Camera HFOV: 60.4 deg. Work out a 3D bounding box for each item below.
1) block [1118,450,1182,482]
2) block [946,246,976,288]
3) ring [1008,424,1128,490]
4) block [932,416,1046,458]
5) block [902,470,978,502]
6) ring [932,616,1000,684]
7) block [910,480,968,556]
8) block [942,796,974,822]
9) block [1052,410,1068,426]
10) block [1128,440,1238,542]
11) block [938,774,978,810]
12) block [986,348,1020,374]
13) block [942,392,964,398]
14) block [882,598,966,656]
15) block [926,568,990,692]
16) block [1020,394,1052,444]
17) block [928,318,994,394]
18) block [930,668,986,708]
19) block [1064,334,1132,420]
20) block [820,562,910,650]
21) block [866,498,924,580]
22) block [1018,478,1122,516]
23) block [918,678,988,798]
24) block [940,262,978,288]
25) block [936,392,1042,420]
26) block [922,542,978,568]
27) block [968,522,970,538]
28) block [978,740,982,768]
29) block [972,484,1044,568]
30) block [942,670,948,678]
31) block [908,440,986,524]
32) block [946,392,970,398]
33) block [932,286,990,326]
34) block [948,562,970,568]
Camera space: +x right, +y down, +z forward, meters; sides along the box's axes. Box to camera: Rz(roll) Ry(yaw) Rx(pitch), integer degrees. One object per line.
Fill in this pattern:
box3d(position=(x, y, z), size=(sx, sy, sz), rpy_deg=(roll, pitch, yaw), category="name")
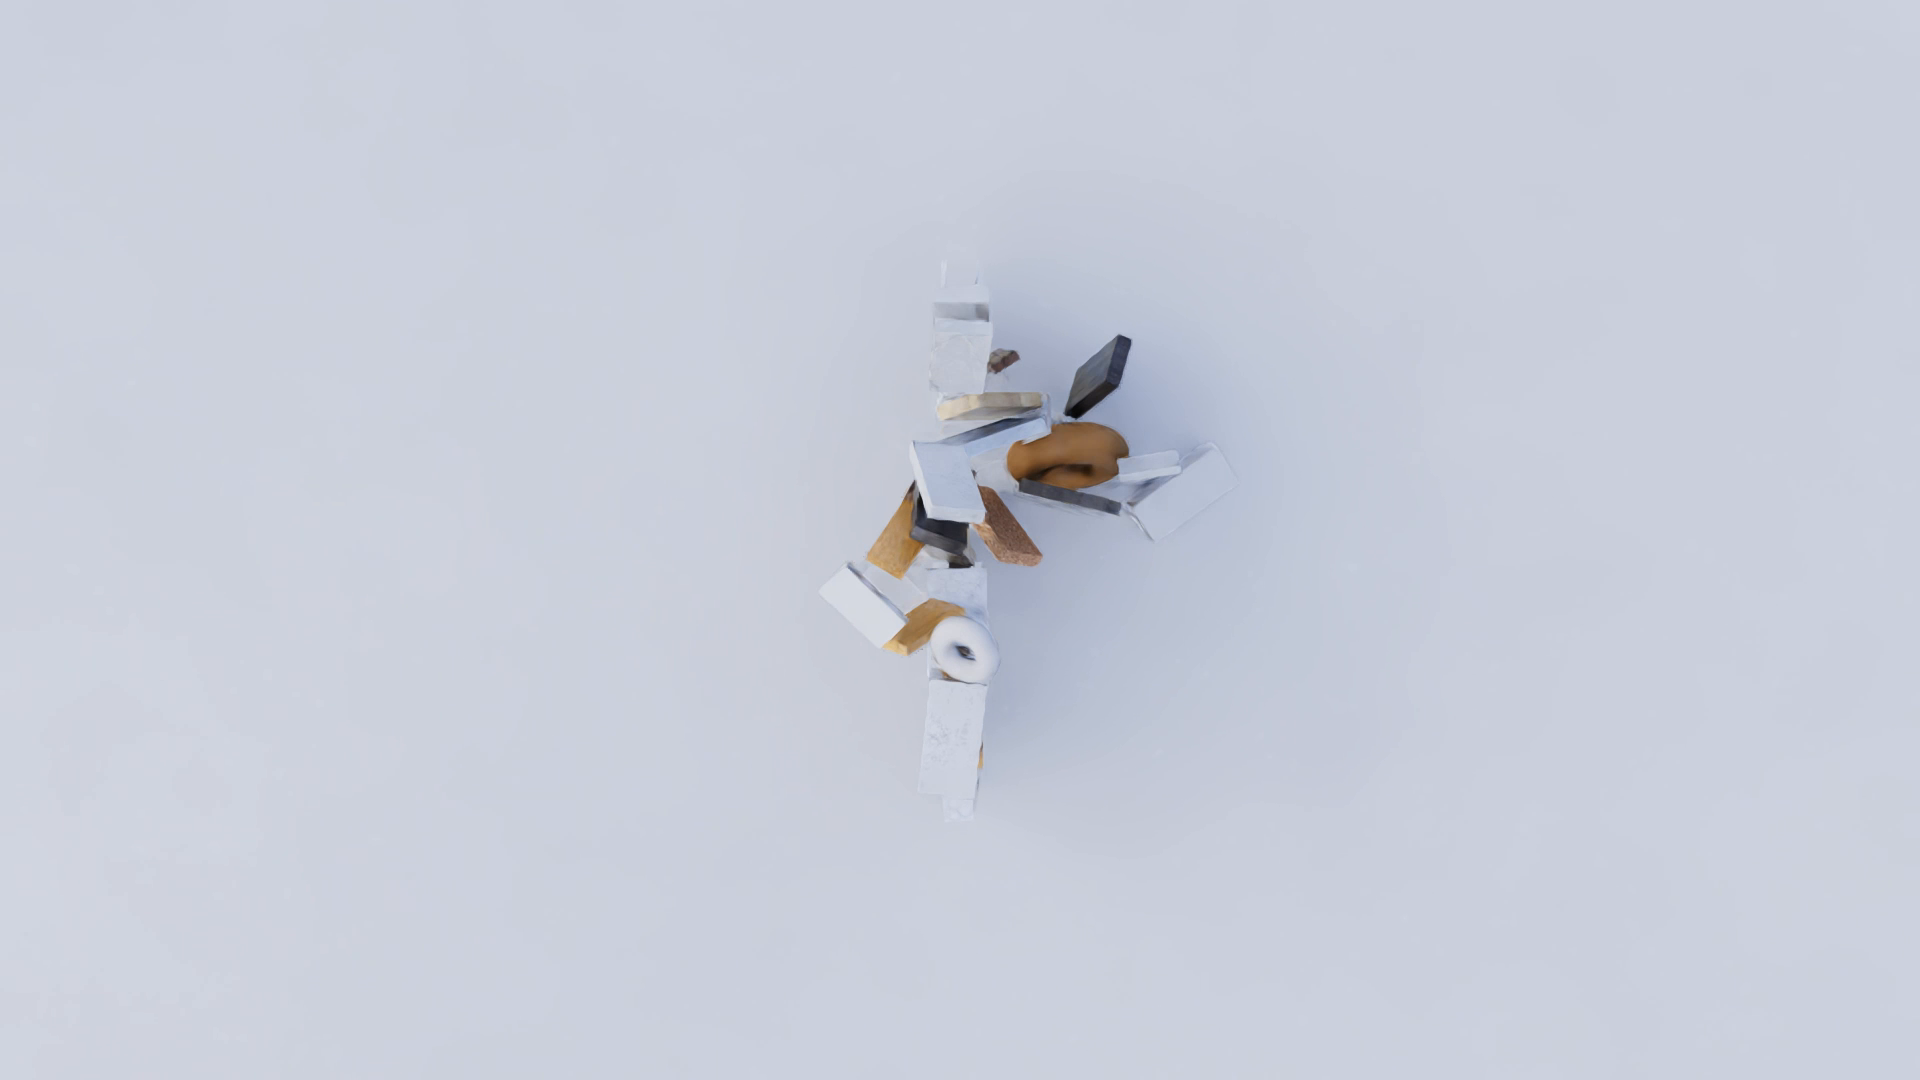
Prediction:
box3d(position=(0.589, -0.230, 5.136), size=(0.190, 0.095, 0.027), rpy_deg=(-9, 124, 6), category="block")
box3d(position=(0.003, -0.764, 4.795), size=(0.087, 0.025, 0.175), rpy_deg=(0, 89, 0), category="block")
box3d(position=(0.347, -0.267, 5.311), size=(0.394, 0.394, 0.131), rpy_deg=(-4, 73, 0), category="ring")
box3d(position=(0.066, -0.304, 4.993), size=(0.155, 0.430, 0.044), rpy_deg=(1, 106, 41), category="block")
box3d(position=(-0.057, -0.156, 4.869), size=(0.148, 0.295, 0.042), rpy_deg=(25, 119, 2), category="block")
box3d(position=(0.015, 0.299, 4.468), size=(0.208, 0.069, 0.208), rpy_deg=(18, 129, 24), category="ring")
box3d(position=(-0.055, -0.087, 4.666), size=(0.155, 0.310, 0.044), rpy_deg=(21, 124, -12), category="block")
box3d(position=(-0.009, 0.741, 4.876), size=(0.089, 0.025, 0.177), rpy_deg=(-4, 90, 0), category="block")
box3d(position=(0.282, -0.410, 5.394), size=(0.190, 0.095, 0.027), rpy_deg=(28, 112, -37), category="block")
box3d(position=(0.733, -0.157, 5.426), size=(0.339, 0.048, 0.170), rpy_deg=(-36, 122, 1), category="block")
box3d(position=(-0.011, 0.701, 5.084), size=(0.125, 0.035, 0.250), rpy_deg=(-3, 90, 0), category="block")
box3d(position=(0.117, -0.560, 5.155), size=(0.093, 0.185, 0.026), rpy_deg=(-32, 106, -9), category="block")
box3d(position=(-0.001, -0.491, 5.386), size=(0.113, 0.227, 0.032), rpy_deg=(0, 89, 0), category="block")
box3d(position=(-0.114, 0.245, 4.682), size=(0.115, 0.291, 0.033), rpy_deg=(17, 118, 30), category="block")
box3d(position=(-0.006, 0.263, 4.858), size=(0.179, 0.051, 0.358), rpy_deg=(-1, 90, 0), category="block")
box3d(position=(0.240, -0.384, 5.212), size=(0.095, 0.190, 0.027), rpy_deg=(-21, 125, 18), category="block")
box3d(position=(0.000, -0.526, 4.741), size=(0.160, 0.320, 0.045), rpy_deg=(4, 64, -3), category="block")
box3d(position=(-0.006, 0.418, 4.676), size=(0.155, 0.310, 0.044), rpy_deg=(-1, 98, 1), category="block")
box3d(position=(0.442, -0.522, 5.311), size=(0.048, 0.339, 0.170), rpy_deg=(22, 70, -13), category="block")
box3d(position=(-0.263, 0.180, 4.516), size=(0.230, 0.033, 0.115), rpy_deg=(44, 114, -7), category="block")
box3d(position=(-0.159, -0.003, 4.613), size=(0.115, 0.033, 0.230), rpy_deg=(30, 52, 3), category="block")
box3d(position=(0.348, -0.136, 5.216), size=(0.295, 0.148, 0.042), rpy_deg=(14, 91, 24), category="block")
box3d(position=(-0.021, 0.540, 4.501), size=(0.155, 0.044, 0.310), rpy_deg=(7, 92, 0), category="block")
box3d(position=(-0.001, -0.724, 4.998), size=(0.113, 0.032, 0.226), rpy_deg=(0, 90, 0), category="block")
box3d(position=(0.095, -0.415, 5.119), size=(0.160, 0.320, 0.045), rpy_deg=(-16, 84, 39), category="block")
box3d(position=(-0.058, -0.002, 5.078), size=(0.148, 0.522, 0.042), rpy_deg=(13, 80, 11), category="block")
box3d(position=(0.000, -0.031, 5.366), size=(0.062, 0.017, 0.123), rpy_deg=(4, 91, 0), category="block")
box3d(position=(-0.015, 0.600, 4.796), size=(0.155, 0.541, 0.044), rpy_deg=(-1, 91, 0), category="block")
box3d(position=(0.116, -0.052, 5.332), size=(0.048, 0.170, 0.339), rpy_deg=(-54, 50, 25), category="block")
box3d(position=(-0.035, 0.325, 4.701), size=(0.061, 0.017, 0.122), rpy_deg=(-17, 92, 4), category="block")
box3d(position=(-0.039, -0.163, 4.599), size=(0.155, 0.310, 0.044), rpy_deg=(6, 126, -19), category="block")
box3d(position=(0.002, -0.574, 5.256), size=(0.113, 0.032, 0.227), rpy_deg=(-4, 90, 0), category="block")
box3d(position=(0.001, -0.657, 4.737), size=(0.160, 0.326, 0.045), rpy_deg=(-2, 82, 0), category="block")
box3d(position=(-0.002, 0.101, 5.349), size=(0.070, 0.020, 0.140), rpy_deg=(0, 90, 1), category="block")
